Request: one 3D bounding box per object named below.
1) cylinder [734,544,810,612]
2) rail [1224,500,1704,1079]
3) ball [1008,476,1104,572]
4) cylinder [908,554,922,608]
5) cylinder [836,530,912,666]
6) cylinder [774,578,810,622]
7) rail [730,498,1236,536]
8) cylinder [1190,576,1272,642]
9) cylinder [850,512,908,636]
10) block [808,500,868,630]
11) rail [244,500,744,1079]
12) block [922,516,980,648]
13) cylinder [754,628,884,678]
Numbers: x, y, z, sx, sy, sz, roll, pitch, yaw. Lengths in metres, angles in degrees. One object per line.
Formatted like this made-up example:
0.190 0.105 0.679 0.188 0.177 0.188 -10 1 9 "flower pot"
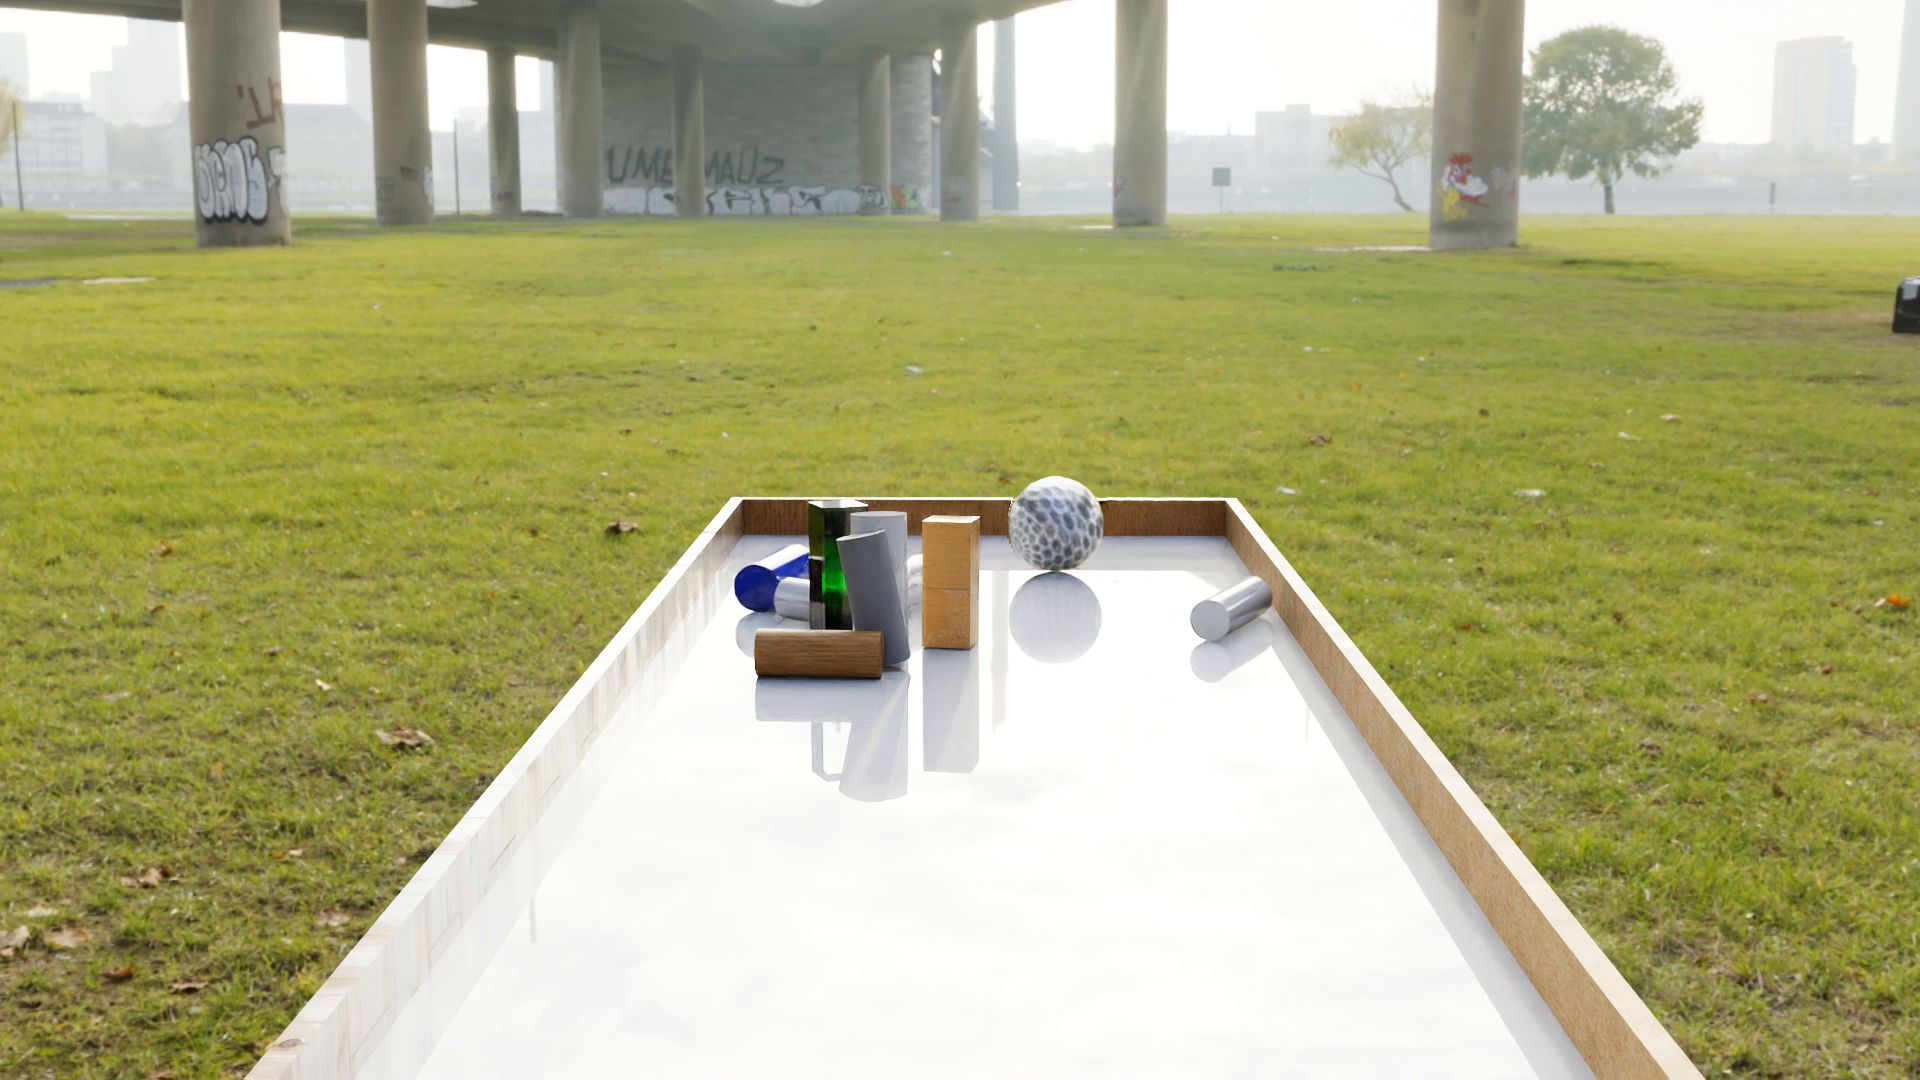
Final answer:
-0.638 0.131 7.655 0.165 0.165 0.432 2 9 14 "cylinder"
1.046 0.843 3.208 0.050 0.150 12.000 0 9 1 "rail"
0.359 -0.058 8.235 0.358 0.358 0.358 0 9 0 "ball"
-0.207 0.158 7.489 0.164 0.164 0.354 4 10 24 "cylinder"
-0.258 0.175 6.584 0.150 0.390 0.150 -11 6 1 "cylinder"
-0.403 0.215 7.214 0.447 0.137 0.137 8 12 40 "cylinder"
0.099 -0.098 9.147 2.100 0.150 0.050 0 9 1 "rail"
0.887 0.223 7.172 0.135 0.135 0.456 4 10 25 "cylinder"
-0.246 0.135 6.742 0.174 0.433 0.174 -1 6 0 "cylinder"
-0.383 0.103 6.958 0.147 0.439 0.147 -4 10 -23 "block"
-1.004 0.839 3.234 0.050 0.150 12.000 0 9 1 "rail"
-0.028 0.130 6.909 0.154 0.396 0.154 2 7 11 "block"
-0.413 0.333 6.467 0.366 0.138 0.138 1 9 4 "cylinder"
